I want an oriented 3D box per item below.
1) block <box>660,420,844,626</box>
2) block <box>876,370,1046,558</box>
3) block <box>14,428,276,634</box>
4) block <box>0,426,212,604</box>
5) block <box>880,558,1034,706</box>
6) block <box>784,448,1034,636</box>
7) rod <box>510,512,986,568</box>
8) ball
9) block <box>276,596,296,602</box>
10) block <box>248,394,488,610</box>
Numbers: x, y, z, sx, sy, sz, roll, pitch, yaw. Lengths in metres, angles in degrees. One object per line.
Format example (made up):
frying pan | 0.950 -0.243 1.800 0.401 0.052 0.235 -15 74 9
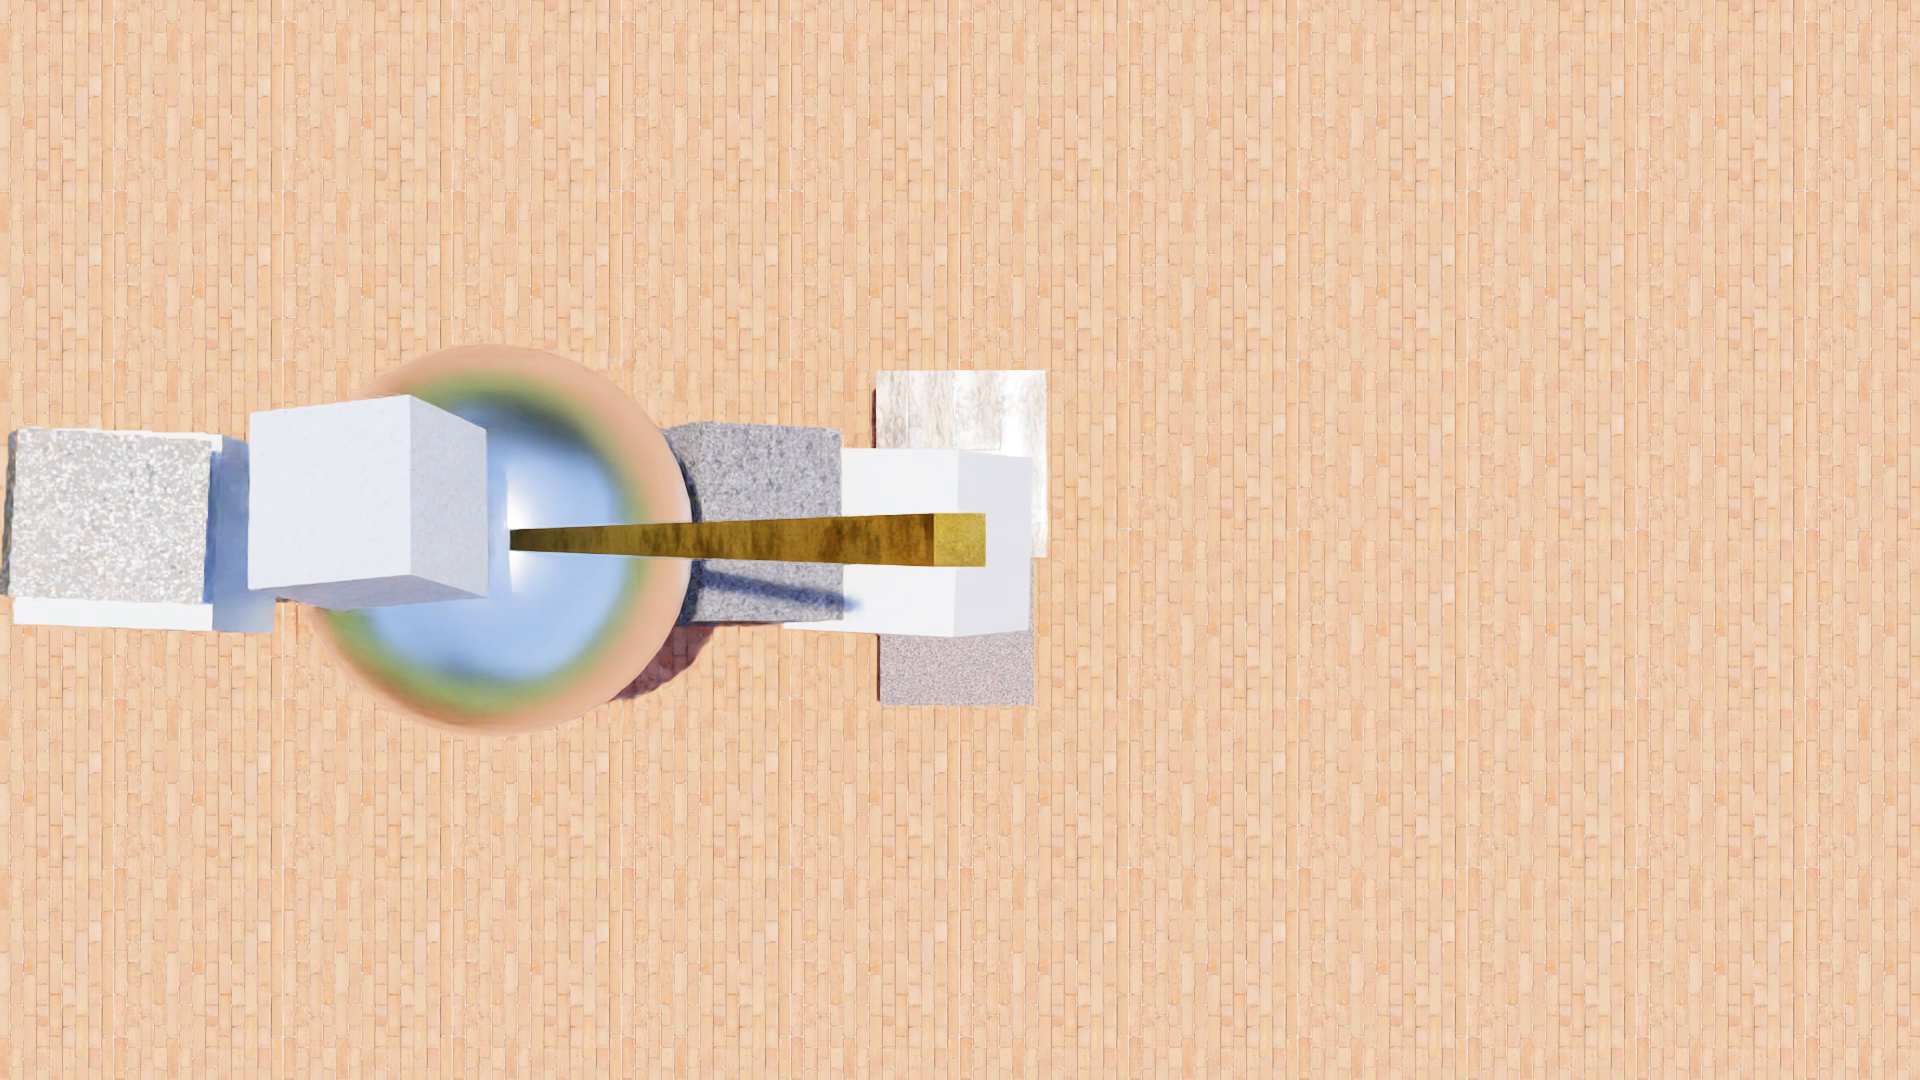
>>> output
block | -1.136 -0.057 10.757 0.771 0.882 0.927 1 86 -35
block | 0.009 -0.414 12.485 0.926 1.030 1.016 0 90 0
block | -3.008 -0.020 8.214 0.706 0.714 0.704 2 87 0
block | -2.911 -0.073 7.478 0.597 0.536 0.550 4 88 -26
block | -0.016 0.513 12.627 0.854 0.745 0.819 0 90 0
block | -0.252 0.005 11.339 0.934 0.998 0.910 2 91 23
rod | -0.818 0.000 5.712 0.080 5.200 0.080 0 90 -18
ball | -1.887 0.000 8.939 1.600 1.600 1.600 0 90 0
block | -3.750 -0.023 12.523 0.789 0.740 0.723 -2 88 -16
block | -1.989 -0.112 7.427 0.581 0.555 0.591 -5 80 13
